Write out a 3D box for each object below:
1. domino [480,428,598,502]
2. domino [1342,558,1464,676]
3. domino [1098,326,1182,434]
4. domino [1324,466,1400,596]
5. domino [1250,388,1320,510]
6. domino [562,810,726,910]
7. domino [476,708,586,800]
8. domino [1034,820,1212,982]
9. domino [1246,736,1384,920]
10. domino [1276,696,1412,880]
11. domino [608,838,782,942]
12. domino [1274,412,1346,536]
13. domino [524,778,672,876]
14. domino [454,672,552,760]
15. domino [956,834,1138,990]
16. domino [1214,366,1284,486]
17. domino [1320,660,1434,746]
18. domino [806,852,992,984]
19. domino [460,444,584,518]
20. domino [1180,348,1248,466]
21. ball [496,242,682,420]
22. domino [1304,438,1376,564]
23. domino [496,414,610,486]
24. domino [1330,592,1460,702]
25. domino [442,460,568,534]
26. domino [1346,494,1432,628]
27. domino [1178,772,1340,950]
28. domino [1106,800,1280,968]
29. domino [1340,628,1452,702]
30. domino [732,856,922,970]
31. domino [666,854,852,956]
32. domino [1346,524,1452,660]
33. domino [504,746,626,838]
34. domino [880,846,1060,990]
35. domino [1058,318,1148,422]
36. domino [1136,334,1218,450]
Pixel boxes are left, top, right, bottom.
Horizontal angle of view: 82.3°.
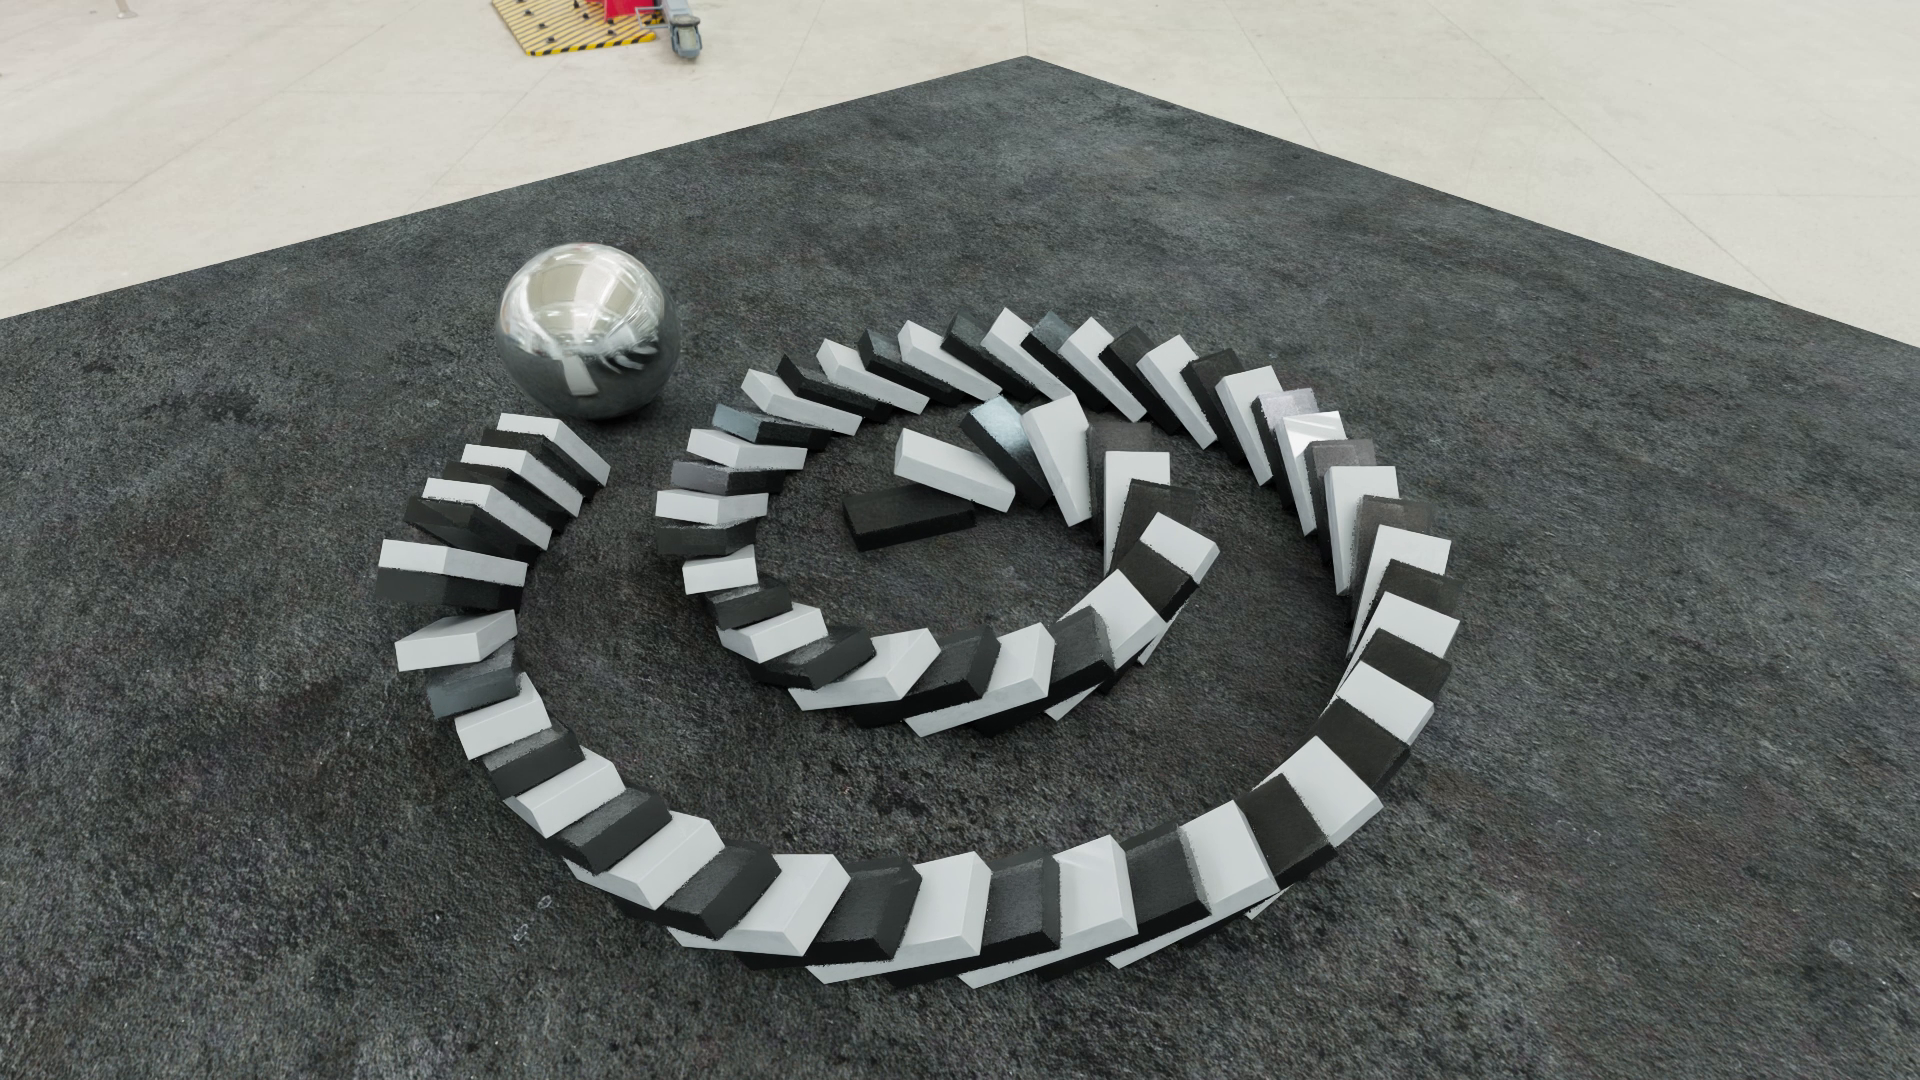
[{"bbox_3d":[-0.172,-0.030,0.450,0.025,0.050,0.009,7,73,8],"label":"domino"},{"bbox_3d":[0.153,0.034,0.382,0.025,0.010,0.050,22,76,23],"label":"domino"},{"bbox_3d":[0.091,-0.075,0.516,0.050,0.010,0.025,48,53,5],"label":"domino"},{"bbox_3d":[0.158,-0.004,0.428,0.025,0.009,0.050,0,71,0],"label":"domino"},{"bbox_3d":[0.145,-0.039,0.472,0.025,0.010,0.050,-9,72,-11],"label":"domino"},{"bbox_3d":[-0.092,0.089,0.315,0.050,0.010,0.025,-5,26,48],"label":"domino"},{"bbox_3d":[-0.137,0.065,0.344,0.025,0.010,0.050,-26,15,-28],"label":"domino"},{"bbox_3d":[0.041,0.099,0.303,0.050,0.009,0.025,-28,37,15],"label":"domino"},{"bbox_3d":[0.095,0.084,0.321,0.050,0.010,0.025,-41,47,2],"label":"domino"},{"bbox_3d":[0.109,0.075,0.333,0.050,0.010,0.025,-48,52,-5],"label":"domino"},{"bbox_3d":[-0.075,0.095,0.307,0.050,0.010,0.025,-8,27,45],"label":"domino"},{"bbox_3d":[0.151,-0.028,0.458,0.025,0.009,0.050,-7,71,-9],"label":"domino"},{"bbox_3d":[-0.108,0.082,0.324,0.025,0.009,0.050,-34,19,-34],"label":"domino"},{"bbox_3d":[-0.149,0.056,0.356,0.025,0.010,0.050,-22,13,-24],"label":"domino"},{"bbox_3d":[0.022,0.102,0.300,0.050,0.010,0.025,-26,35,18],"label":"domino"},{"bbox_3d":[0.135,-0.051,0.485,0.025,0.009,0.050,-15,74,-18],"label":"domino"},{"bbox_3d":[0.123,0.066,0.344,0.025,0.009,0.050,33,81,34],"label":"domino"},{"bbox_3d":[-0.017,0.103,0.299,0.050,0.009,0.025,-21,32,25],"label":"domino"},{"bbox_3d":[-0.175,-0.023,0.442,0.025,0.050,0.009,7,73,9],"label":"domino"},{"bbox_3d":[0.123,-0.061,0.497,0.025,0.009,0.050,-21,76,-24],"label":"domino"},{"bbox_3d":[-0.169,-0.095,0.504,0.080,0.080,0.080,0,39,0],"label":"ball"},{"bbox_3d":[0.156,-0.016,0.443,0.025,0.009,0.050,-2,71,-3],"label":"domino"},{"bbox_3d":[-0.169,-0.037,0.459,0.025,0.050,0.009,7,73,8],"label":"domino"},{"bbox_3d":[0.144,0.045,0.369,0.025,0.010,0.050,25,77,27],"label":"domino"},{"bbox_3d":[-0.178,-0.016,0.433,0.025,0.050,0.009,7,73,8],"label":"domino"},{"bbox_3d":[0.161,0.009,0.412,0.025,0.009,0.050,9,72,11],"label":"domino"},{"bbox_3d":[0.078,0.091,0.313,0.050,0.010,0.025,-35,42,8],"label":"domino"},{"bbox_3d":[0.060,0.096,0.307,0.050,0.010,0.025,-31,39,12],"label":"domino"},{"bbox_3d":[0.134,0.056,0.356,0.025,0.010,0.050,30,79,31],"label":"domino"},{"bbox_3d":[-0.036,0.102,0.300,0.050,0.009,0.025,-17,30,31],"label":"domino"},{"bbox_3d":[-0.056,0.099,0.302,0.050,0.009,0.025,-13,28,38],"label":"domino"},{"bbox_3d":[0.158,0.022,0.397,0.025,0.010,0.050,15,74,16],"label":"domino"},{"bbox_3d":[-0.123,0.074,0.334,0.025,0.010,0.050,-30,17,-31],"label":"domino"},{"bbox_3d":[0.003,0.103,0.299,0.050,0.009,0.025,-23,34,22],"label":"domino"},{"bbox_3d":[0.073,-0.081,0.522,0.050,0.009,0.025,43,48,0],"label":"domino"},{"bbox_3d":[0.107,-0.069,0.507,0.025,0.010,0.050,-32,82,-33],"label":"domino"}]
